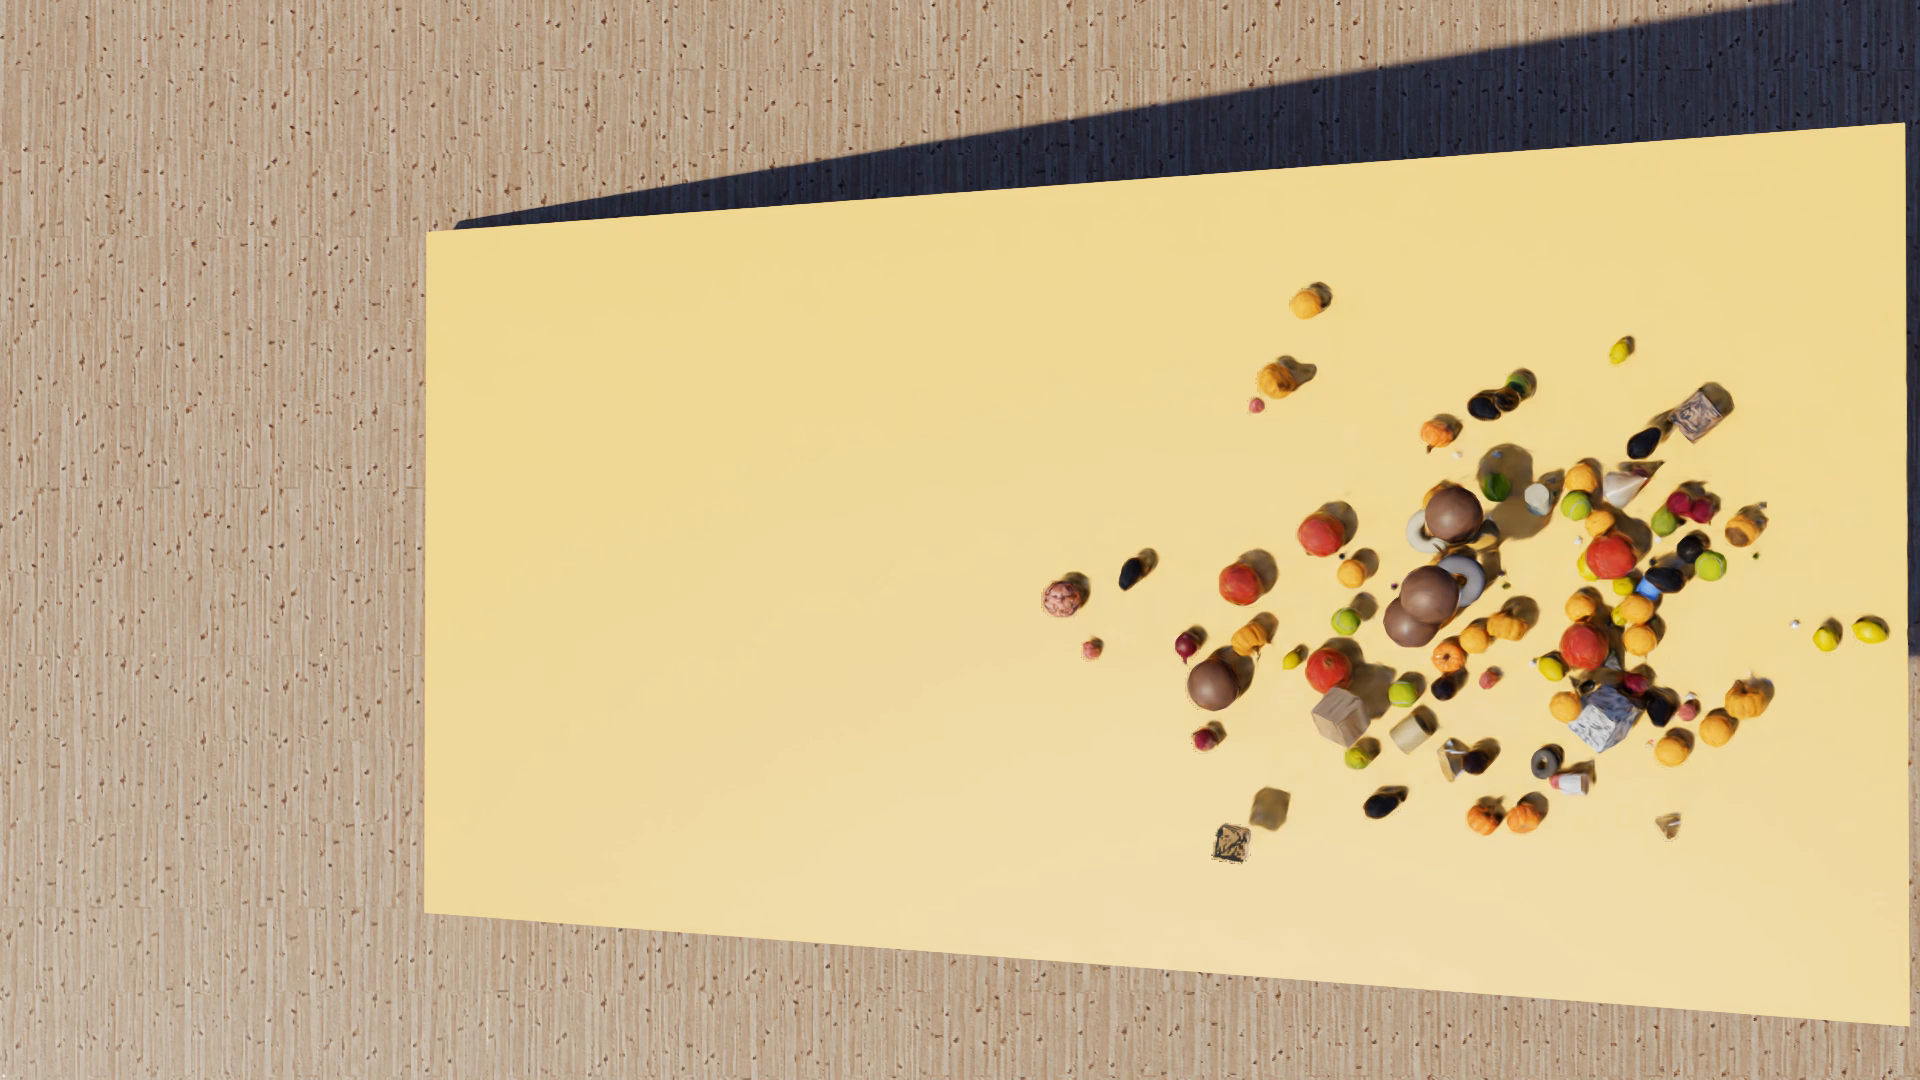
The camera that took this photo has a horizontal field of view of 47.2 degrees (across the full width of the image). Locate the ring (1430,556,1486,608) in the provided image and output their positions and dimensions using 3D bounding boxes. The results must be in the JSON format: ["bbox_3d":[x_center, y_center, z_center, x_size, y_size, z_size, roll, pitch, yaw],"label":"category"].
[{"bbox_3d":[1.170,0.097,5.172,0.133,0.044,0.133,1,111,2],"label":"ring"}]

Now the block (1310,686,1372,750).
[{"bbox_3d":[0.907,0.423,5.233,0.090,0.090,0.090,-44,131,-18],"label":"block"}]

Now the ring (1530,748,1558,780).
[{"bbox_3d":[1.369,0.523,5.151,0.025,0.075,0.075,20,89,-34],"label":"ring"}]

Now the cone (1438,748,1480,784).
[{"bbox_3d":[1.196,0.525,5.232,0.089,0.089,0.089,-16,89,-4],"label":"cone"}]

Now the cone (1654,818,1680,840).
[{"bbox_3d":[1.616,0.652,5.056,0.055,0.055,0.055,-16,117,-33],"label":"cone"}]

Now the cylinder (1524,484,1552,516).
[{"bbox_3d":[1.349,-0.093,5.129,0.057,0.057,0.057,-10,62,19],"label":"cylinder"}]

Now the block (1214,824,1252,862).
[{"bbox_3d":[0.658,0.731,5.307,0.071,0.071,0.071,10,95,15],"label":"block"}]

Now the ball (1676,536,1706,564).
[{"bbox_3d":[1.668,0.022,5.021,0.062,0.062,0.062,0,89,0],"label":"ball"}]

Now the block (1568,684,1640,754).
[{"bbox_3d":[1.468,0.407,5.015,0.097,0.097,0.097,-20,50,-36],"label":"block"}]

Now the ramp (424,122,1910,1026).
[{"bbox_3d":[0.283,0.084,5.711,4.000,0.100,2.000,0,89,24],"label":"ramp"}]

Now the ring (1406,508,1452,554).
[{"bbox_3d":[1.124,-0.021,5.272,0.112,0.037,0.112,0,89,22],"label":"ring"}]

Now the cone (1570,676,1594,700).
[{"bbox_3d":[1.441,0.334,5.135,0.057,0.057,0.057,-17,130,-22],"label":"cone"}]

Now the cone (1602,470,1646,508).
[{"bbox_3d":[1.536,-0.128,5.027,0.092,0.092,0.092,10,70,-29],"label":"cone"}]

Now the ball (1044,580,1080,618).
[{"bbox_3d":[0.260,0.152,5.614,0.095,0.095,0.095,0,89,0],"label":"ball"}]

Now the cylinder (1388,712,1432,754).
[{"bbox_3d":[1.078,0.463,5.266,0.072,0.072,0.072,43,115,0],"label":"cylinder"}]

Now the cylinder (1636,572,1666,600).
[{"bbox_3d":[1.589,0.106,5.060,0.051,0.051,0.051,29,100,0],"label":"cylinder"}]

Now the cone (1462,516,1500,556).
[{"bbox_3d":[1.203,-0.004,5.172,0.095,0.095,0.095,7,100,40],"label":"cone"}]

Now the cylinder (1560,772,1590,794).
[{"bbox_3d":[1.425,0.565,5.099,0.051,0.051,0.051,-6,89,41],"label":"cylinder"}]
